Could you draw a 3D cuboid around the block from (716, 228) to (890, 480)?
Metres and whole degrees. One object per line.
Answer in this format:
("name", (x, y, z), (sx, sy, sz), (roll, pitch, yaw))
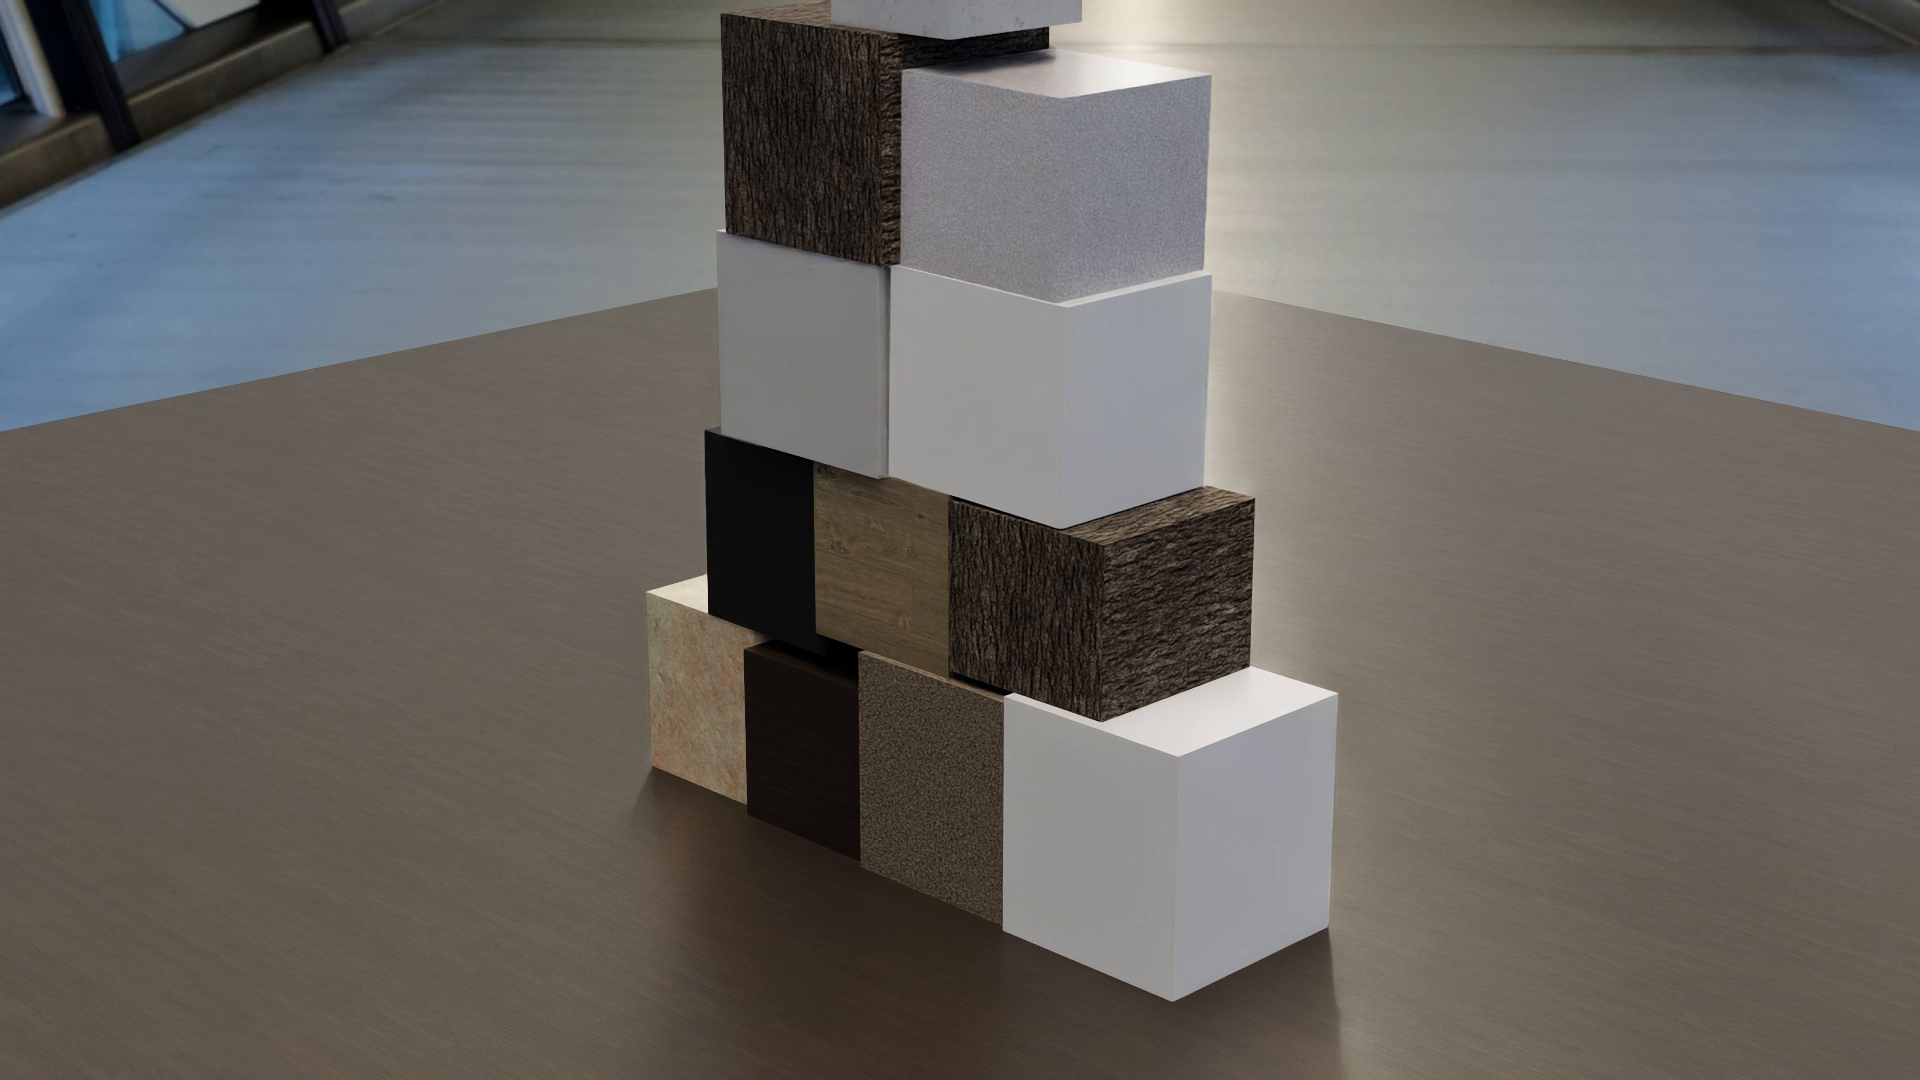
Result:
("block", (-0.382, -0.941, 13.421), (0.988, 0.957, 1.059), (-17, 24, -42))

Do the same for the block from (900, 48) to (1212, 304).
("block", (0.401, -1.568, 12.455), (0.930, 0.841, 0.914), (-17, 25, -42))

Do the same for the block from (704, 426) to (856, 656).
("block", (-0.622, -0.077, 13.986), (0.831, 0.919, 0.834), (-17, 25, -42))

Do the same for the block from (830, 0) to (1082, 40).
("block", (-0.014, -2.539, 12.529), (0.807, 0.653, 0.719), (-17, 24, -42))

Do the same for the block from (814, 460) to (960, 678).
("block", (-0.030, 0.019, 13.371), (0.923, 0.844, 0.865), (-17, 24, -42))

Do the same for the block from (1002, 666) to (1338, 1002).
("block", (0.906, 1.187, 12.738), (1.043, 1.097, 0.987), (-17, 24, -42))

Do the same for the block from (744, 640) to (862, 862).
("block", (-0.387, 0.904, 14.059), (0.977, 0.846, 0.830), (-17, 24, -42))

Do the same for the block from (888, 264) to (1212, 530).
("block", (0.383, -0.711, 12.712), (0.913, 0.950, 1.036), (-17, 25, -42))

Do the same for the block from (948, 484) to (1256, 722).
("block", (0.613, 0.195, 12.772), (0.968, 0.777, 0.908), (-17, 24, -42))

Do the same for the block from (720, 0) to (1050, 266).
("block", (-0.331, -1.857, 13.095), (1.030, 0.986, 1.026), (-17, 24, -42))

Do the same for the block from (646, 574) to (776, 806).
("block", (-0.979, 0.695, 14.597), (0.804, 0.922, 0.803), (-17, 24, -42))

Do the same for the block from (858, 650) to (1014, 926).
("block", (0.235, 0.998, 13.415), (1.025, 1.051, 0.936), (-17, 24, -42))
